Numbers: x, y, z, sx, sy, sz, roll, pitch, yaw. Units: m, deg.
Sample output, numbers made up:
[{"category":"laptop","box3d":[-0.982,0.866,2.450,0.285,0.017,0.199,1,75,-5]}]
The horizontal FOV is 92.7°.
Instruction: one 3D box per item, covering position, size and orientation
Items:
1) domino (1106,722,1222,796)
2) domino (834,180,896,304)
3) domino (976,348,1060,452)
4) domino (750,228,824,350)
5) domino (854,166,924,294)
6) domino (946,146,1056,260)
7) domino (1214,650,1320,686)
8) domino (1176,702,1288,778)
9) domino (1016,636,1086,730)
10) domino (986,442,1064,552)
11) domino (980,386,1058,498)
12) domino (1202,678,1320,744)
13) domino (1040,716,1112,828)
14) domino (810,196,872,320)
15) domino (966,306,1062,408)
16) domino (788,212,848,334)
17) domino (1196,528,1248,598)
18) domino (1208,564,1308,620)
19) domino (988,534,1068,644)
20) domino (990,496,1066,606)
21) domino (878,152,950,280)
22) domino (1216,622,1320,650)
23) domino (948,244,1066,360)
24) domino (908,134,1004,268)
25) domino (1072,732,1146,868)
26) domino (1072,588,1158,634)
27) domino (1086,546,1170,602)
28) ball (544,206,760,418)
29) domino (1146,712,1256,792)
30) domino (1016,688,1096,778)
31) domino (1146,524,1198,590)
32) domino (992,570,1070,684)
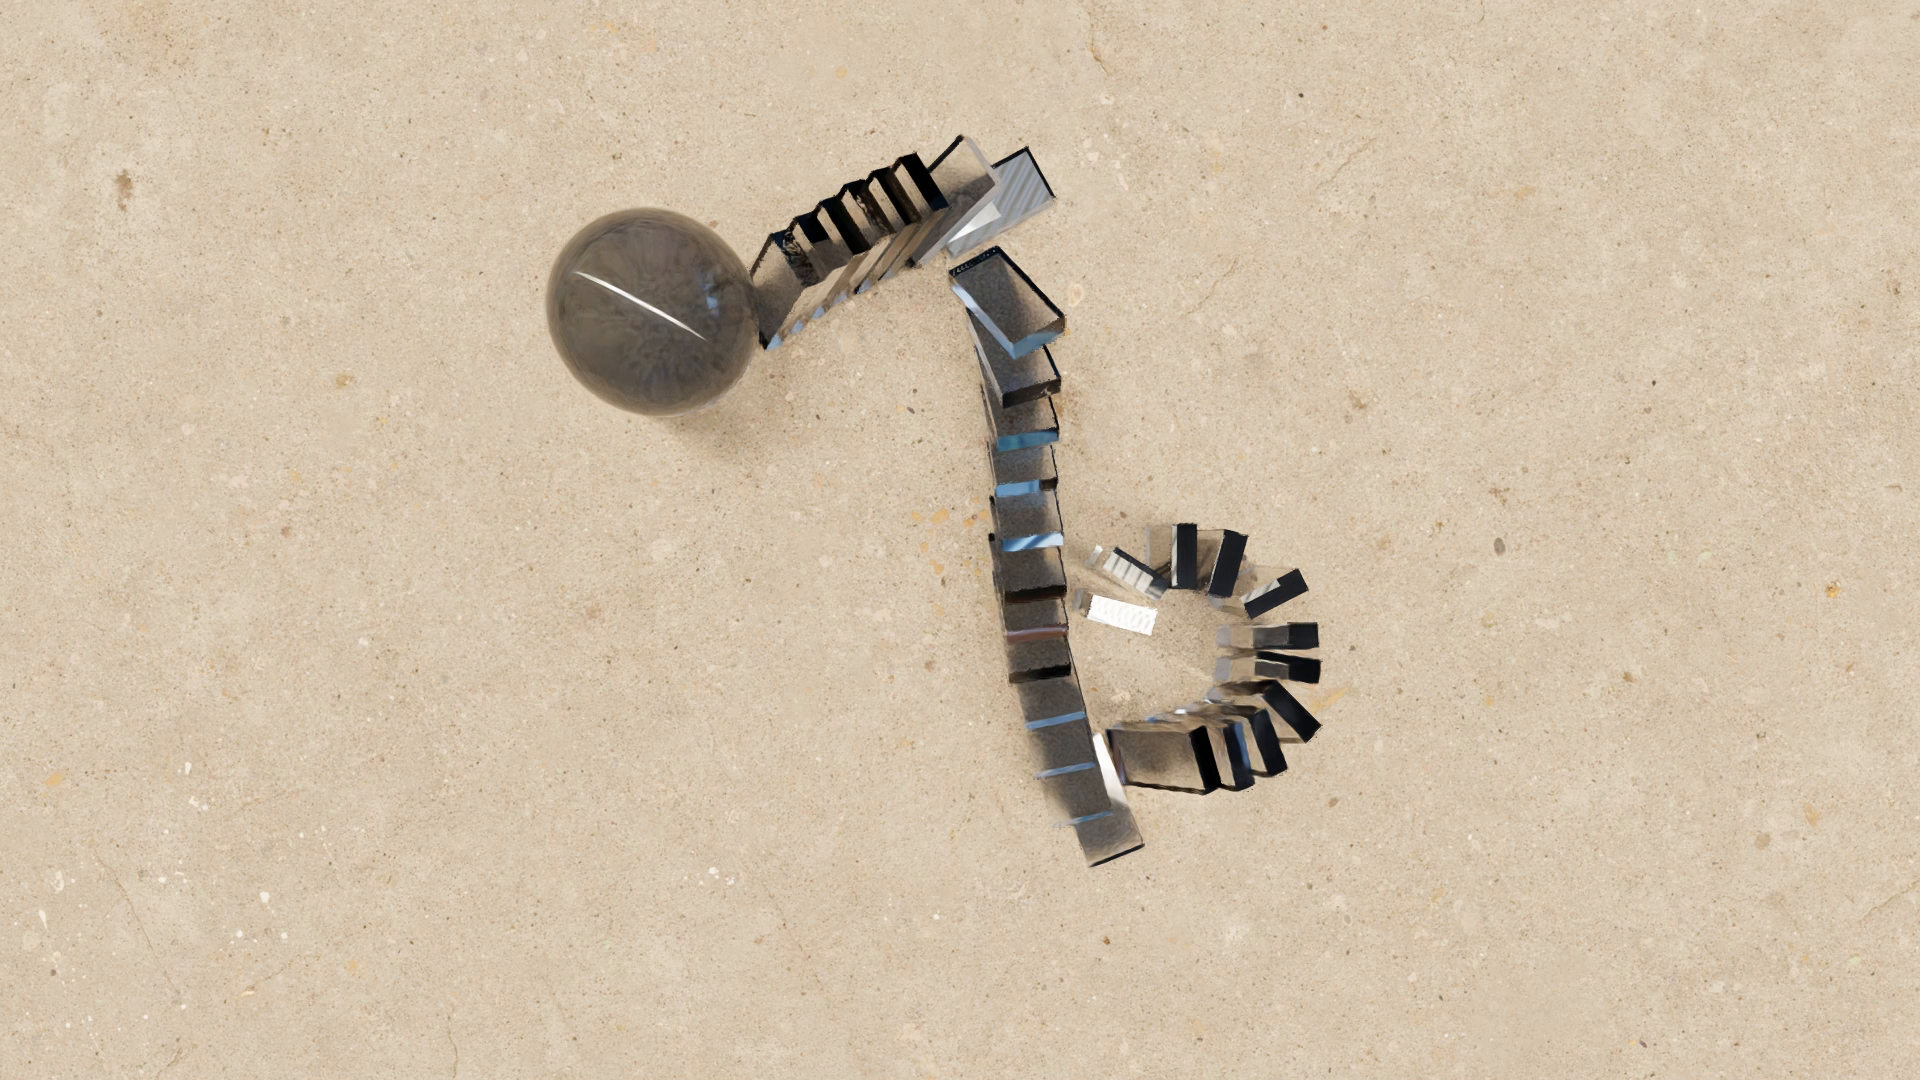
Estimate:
[{"category":"domino","box3d":[0.083,0.089,0.376,0.009,0.050,0.025,-16,90,-32]},{"category":"domino","box3d":[-0.047,-0.121,0.377,0.010,0.050,0.025,-32,90,-35]},{"category":"domino","box3d":[0.023,-0.062,0.383,0.025,0.009,0.050,-11,60,-2]},{"category":"domino","box3d":[-0.075,-0.102,0.377,0.010,0.050,0.025,-33,90,-35]},{"category":"domino","box3d":[-0.036,-0.126,0.377,0.010,0.050,0.025,-32,90,-35]},{"category":"domino","box3d":[0.013,-0.145,0.395,0.050,0.009,0.025,-29,90,0]},{"category":"domino","box3d":[0.125,0.053,0.375,0.025,0.050,0.009,8,79,0]},{"category":"domino","box3d":[0.110,0.081,0.375,0.010,0.050,0.025,-20,90,-20]},{"category":"domino","box3d":[0.034,0.052,0.384,0.025,0.009,0.050,-12,61,0]},{"category":"domino","box3d":[0.027,-0.020,0.383,0.025,0.010,0.050,-8,58,0]},{"category":"domino","box3d":[0.024,-0.043,0.384,0.025,0.010,0.050,-8,62,0]},{"category":"domino","box3d":[0.122,0.071,0.375,0.025,0.050,0.010,46,73,0]},{"category":"domino","box3d":[0.045,0.092,0.383,0.025,0.010,0.050,-13,61,3]},{"category":"domino","box3d":[-0.056,-0.115,0.377,0.010,0.050,0.025,-32,90,-35]},{"category":"domino","box3d":[0.022,-0.080,0.382,0.025,0.010,0.050,-16,60,-5]},{"category":"domino","box3d":[-0.066,-0.108,0.377,0.010,0.050,0.025,-33,90,-35]},{"category":"domino","box3d":[0.102,0.009,0.375,0.009,0.050,0.025,16,90,0]},{"category":"domino","box3d":[0.120,0.021,0.375,0.025,0.050,0.010,-27,90,0]},{"category":"domino","box3d":[0.028,0.018,0.381,0.025,0.010,0.050,-9,53,0]},{"category":"domino","box3d":[0.028,0.002,0.381,0.025,0.010,0.050,-8,53,0]},{"category":"domino","box3d":[-0.026,-0.132,0.377,0.009,0.050,0.025,-32,90,-35]},{"category":"domino","box3d":[0.125,0.039,0.375,0.025,0.050,0.009,-2,85,0]},{"category":"domino","box3d":[0.019,-0.100,0.382,0.025,0.010,0.050,-31,62,-9]},{"category":"domino","box3d":[-0.008,-0.140,0.382,0.050,0.010,0.025,-36,86,30]},{"category":"domino","box3d":[0.057,0.111,0.393,0.025,0.009,0.050,-21,84,0]},{"category":"domino","box3d":[0.062,0.029,0.375,0.025,0.050,0.010,14,90,0]},{"category":"domino","box3d":[0.068,0.013,0.375,0.025,0.050,0.010,32,90,0]},{"category":"ball","box3d":[-0.119,-0.088,0.360,0.080,0.080,0.080,0,90,0]},{"category":"domino","box3d":[0.097,0.086,0.375,0.009,0.050,0.025,-13,90,-24]},{"category":"domino","box3d":[0.038,0.072,0.383,0.025,0.009,0.050,-11,61,1]},{"category":"domino","box3d":[0.086,0.006,0.375,0.009,0.050,0.025,1,90,0]},{"category":"domino","box3d":[0.029,0.034,0.381,0.025,0.010,0.050,-8,53,0]}]
